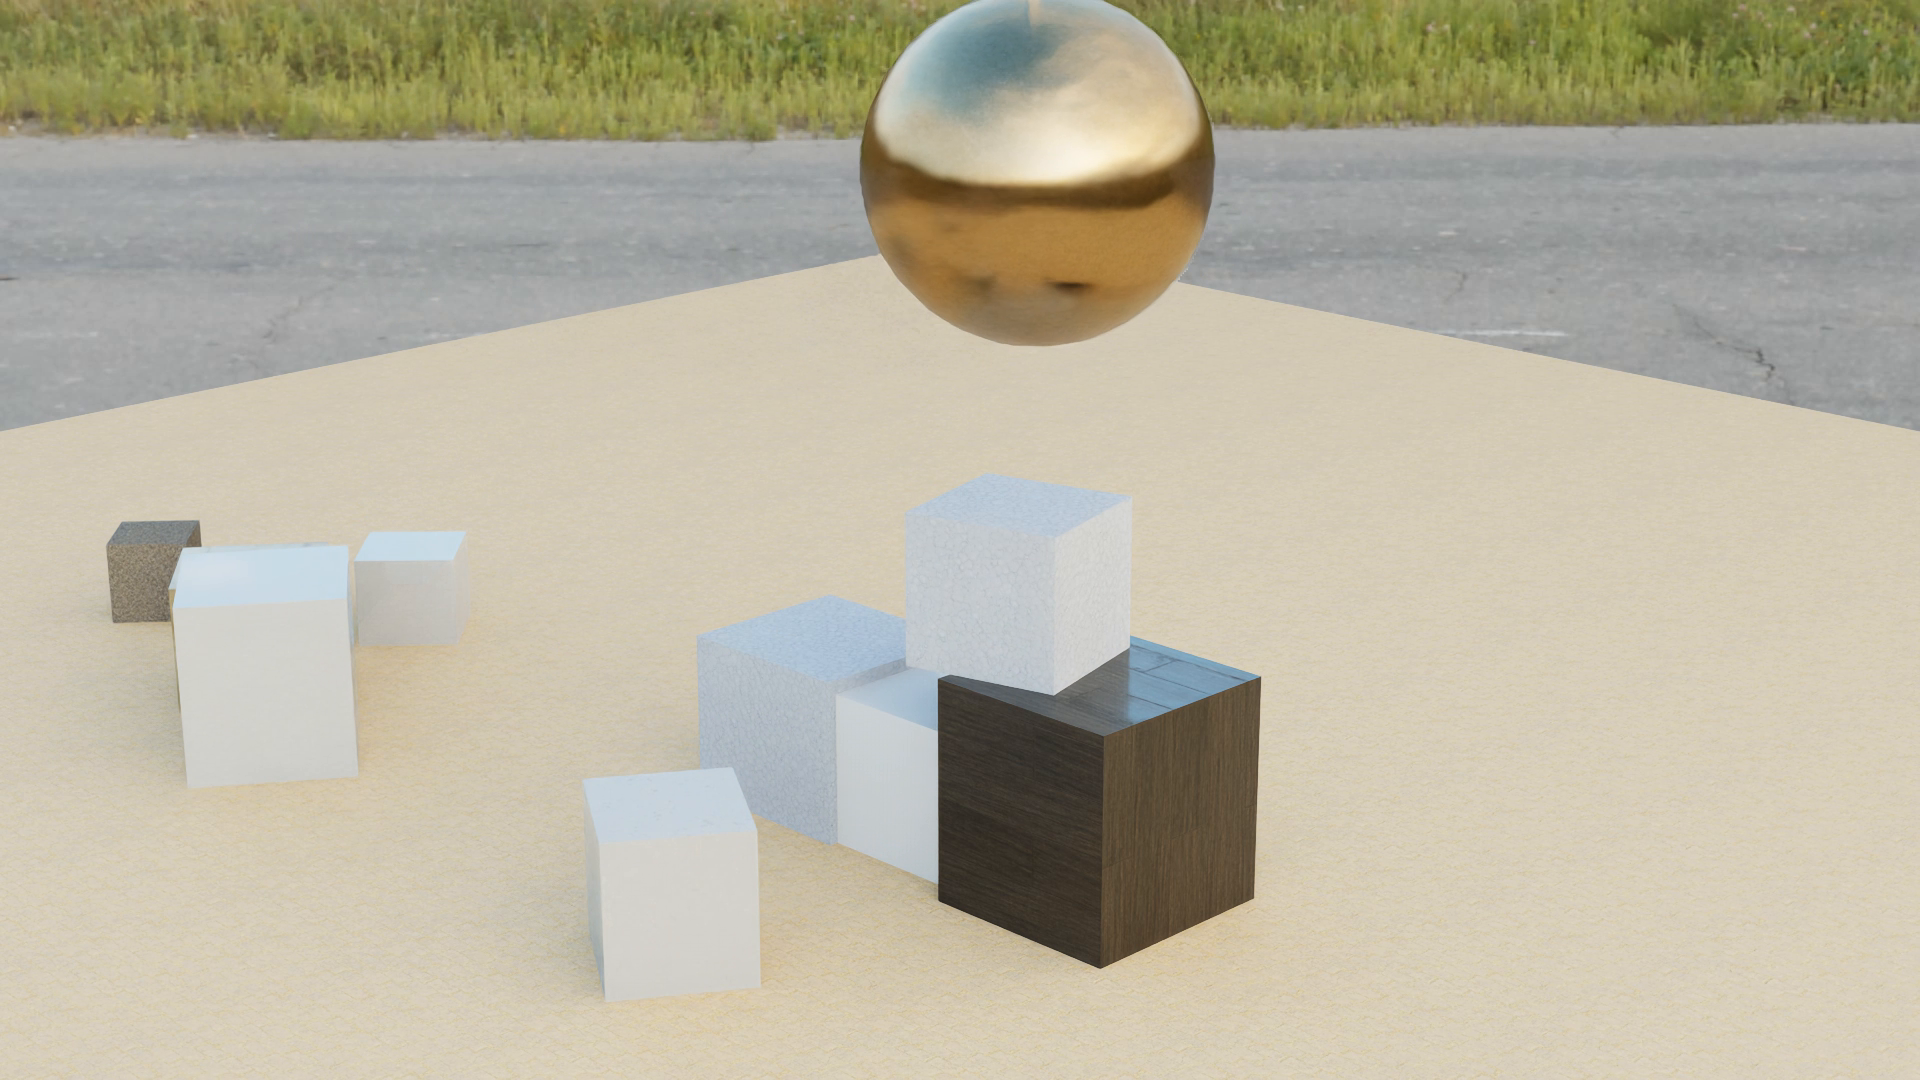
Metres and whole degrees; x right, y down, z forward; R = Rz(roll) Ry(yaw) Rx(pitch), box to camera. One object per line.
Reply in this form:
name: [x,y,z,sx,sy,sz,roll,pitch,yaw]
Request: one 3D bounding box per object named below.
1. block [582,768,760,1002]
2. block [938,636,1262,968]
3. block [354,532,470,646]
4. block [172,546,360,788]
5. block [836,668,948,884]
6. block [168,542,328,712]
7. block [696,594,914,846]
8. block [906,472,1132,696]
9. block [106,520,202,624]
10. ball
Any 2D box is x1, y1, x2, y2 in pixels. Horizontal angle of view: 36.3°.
block: [-1.235,1.458,12.510,0.653,0.716,0.715,-4,18,-12]
block: [0.614,1.111,13.034,1.027,1.064,0.985,-17,24,-42]
block: [-3.103,0.272,16.647,0.550,0.500,0.543,0,17,-1]
block: [-3.483,0.625,14.793,0.826,0.936,0.872,-3,18,-10]
block: [-0.009,1.069,13.701,0.797,0.745,0.807,17,24,42]
block: [-3.785,0.459,15.744,0.776,0.684,0.718,-3,18,-8]
block: [-0.630,0.855,14.268,0.937,0.814,0.881,17,24,42]
block: [0.263,0.182,13.029,0.748,0.711,0.717,10,20,29]
block: [-4.655,0.180,16.991,0.447,0.469,0.460,-1,17,-4]
ball: [0.347,-1.669,13.181,1.600,1.600,1.600,0,17,0]
